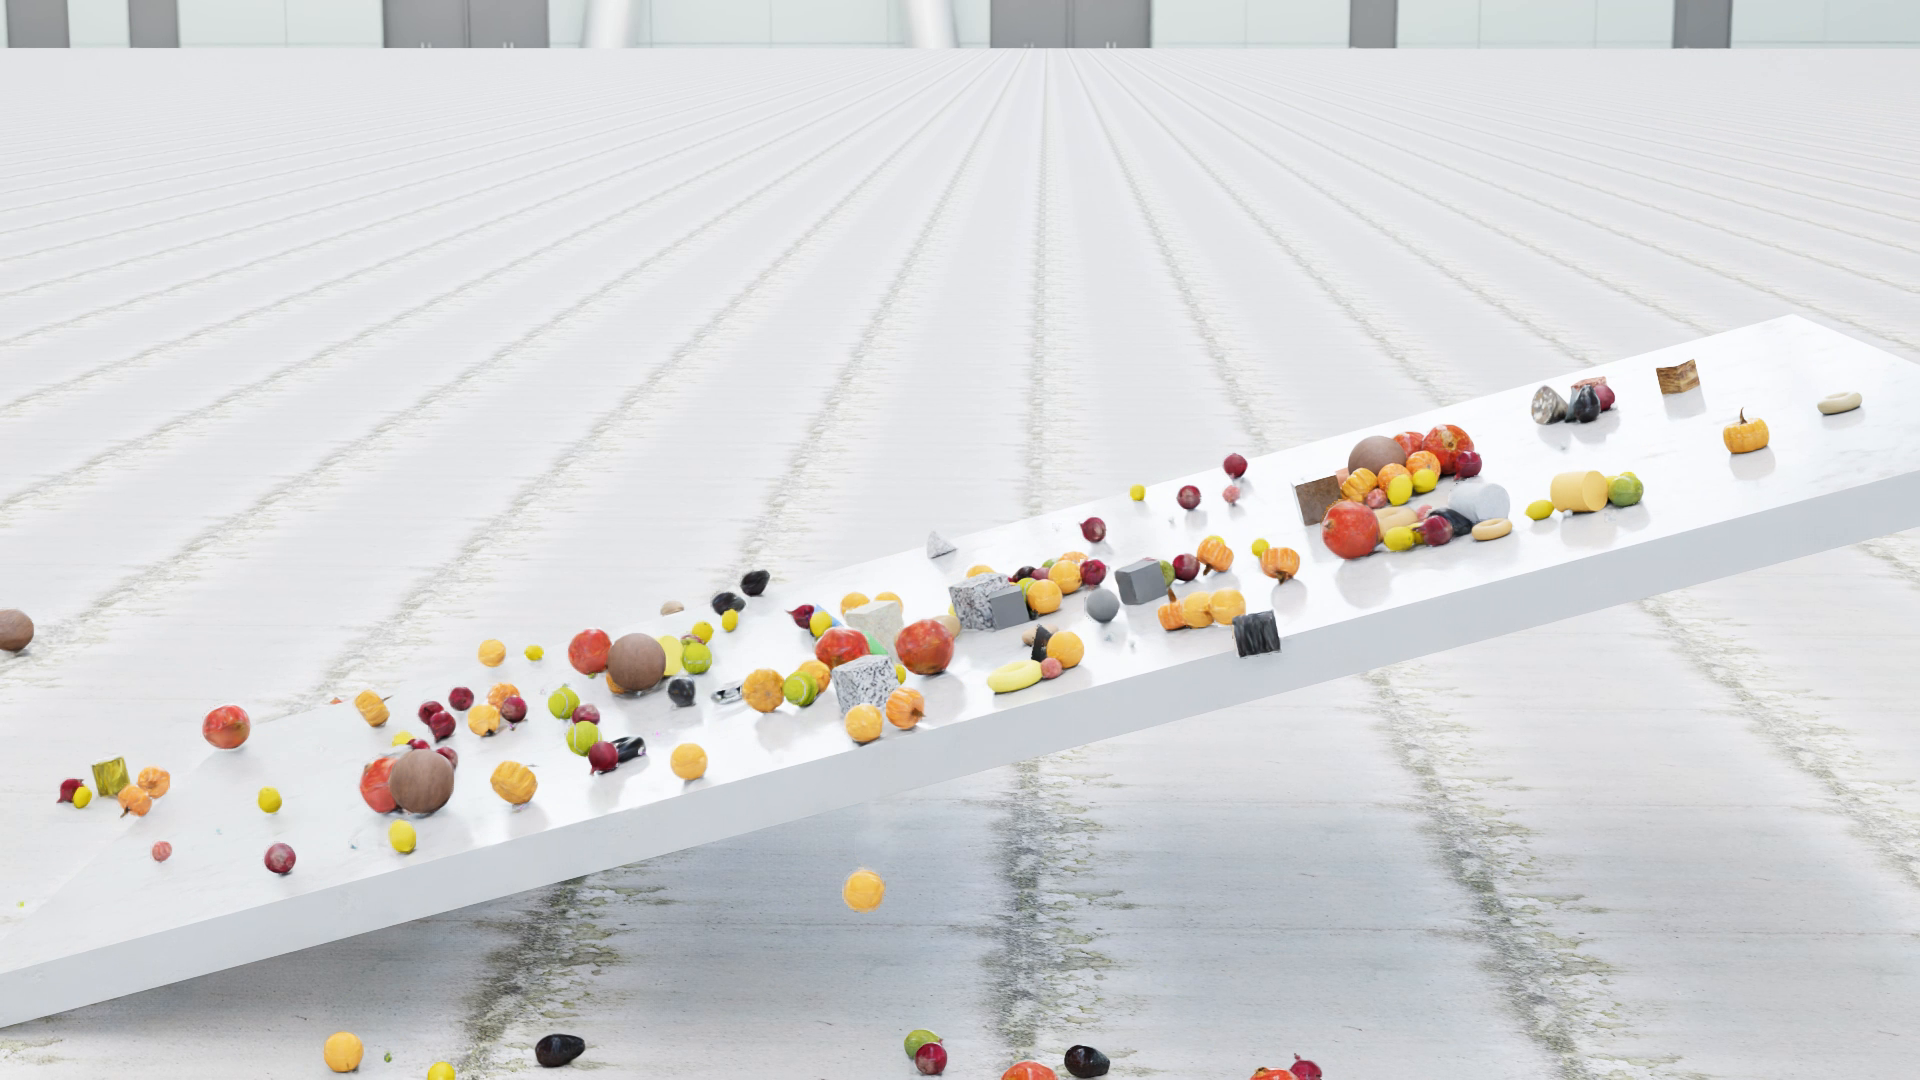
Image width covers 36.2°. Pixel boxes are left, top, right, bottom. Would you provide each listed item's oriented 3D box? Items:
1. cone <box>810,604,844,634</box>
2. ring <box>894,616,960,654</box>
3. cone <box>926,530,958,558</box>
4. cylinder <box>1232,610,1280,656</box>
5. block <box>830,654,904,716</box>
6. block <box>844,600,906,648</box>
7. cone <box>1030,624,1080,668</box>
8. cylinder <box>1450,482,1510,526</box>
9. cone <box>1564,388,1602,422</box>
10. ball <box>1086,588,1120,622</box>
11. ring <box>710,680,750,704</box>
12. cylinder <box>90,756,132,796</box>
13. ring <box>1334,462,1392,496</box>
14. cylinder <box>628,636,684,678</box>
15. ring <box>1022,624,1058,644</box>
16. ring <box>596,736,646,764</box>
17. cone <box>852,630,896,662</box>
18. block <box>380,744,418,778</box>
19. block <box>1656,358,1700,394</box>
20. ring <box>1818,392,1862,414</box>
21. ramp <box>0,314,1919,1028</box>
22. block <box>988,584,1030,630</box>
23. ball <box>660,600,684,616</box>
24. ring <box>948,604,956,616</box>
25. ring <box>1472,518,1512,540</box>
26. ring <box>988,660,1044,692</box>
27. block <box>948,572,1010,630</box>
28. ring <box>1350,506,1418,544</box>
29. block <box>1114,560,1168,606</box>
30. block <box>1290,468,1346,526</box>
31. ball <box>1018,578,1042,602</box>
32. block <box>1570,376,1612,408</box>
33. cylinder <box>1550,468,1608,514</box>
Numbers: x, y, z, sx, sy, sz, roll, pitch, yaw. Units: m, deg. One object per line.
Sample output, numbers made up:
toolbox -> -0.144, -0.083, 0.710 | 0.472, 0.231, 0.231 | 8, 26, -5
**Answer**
cone -> -0.292, 0.184, 6.571 | 0.071, 0.071, 0.071 | 12, 11, 3
ring -> -0.068, 0.195, 6.087 | 0.146, 0.049, 0.146 | -18, 6, 2
cone -> -0.035, 0.015, 7.134 | 0.072, 0.072, 0.072 | 9, 6, -21
cylinder -> 0.531, 0.167, 5.265 | 0.073, 0.073, 0.073 | -10, 9, 8
block -> -0.179, 0.279, 5.653 | 0.090, 0.090, 0.090 | -21, 11, -29
block -> -0.177, 0.183, 6.225 | 0.086, 0.086, 0.086 | -21, 11, -32
cone -> 0.186, 0.213, 5.587 | 0.092, 0.092, 0.092 | 12, 11, 5
cylinder -> 1.014, -0.068, 5.736 | 0.085, 0.085, 0.085 | -5, 4, -27
cone -> 1.400, -0.294, 6.576 | 0.079, 0.079, 0.079 | 14, 13, 11
ball -> 0.283, 0.130, 5.834 | 0.068, 0.068, 0.068 | 0, 10, 0
ring -> -0.477, 0.316, 6.114 | 0.088, 0.029, 0.088 | -17, 10, 3
cylinder -> -2.073, 0.577, 7.185 | 0.081, 0.081, 0.081 | -14, 4, 1
ring -> 0.875, -0.134, 6.464 | 0.149, 0.050, 0.149 | -15, 9, 2
cylinder -> -0.679, 0.261, 6.573 | 0.090, 0.090, 0.090 | -7, 3, 42
ring -> 0.159, 0.187, 5.833 | 0.077, 0.026, 0.077 | -15, 8, 2
ring -> -0.673, 0.416, 5.836 | 0.101, 0.034, 0.101 | -19, 8, 3
cone -> -0.168, 0.237, 6.043 | 0.081, 0.081, 0.081 | 18, 16, 22
block -> -1.203, 0.474, 6.304 | 0.054, 0.054, 0.054 | -22, 11, -35
block -> 1.605, -0.366, 6.577 | 0.062, 0.062, 0.062 | -22, 11, -33
ring -> 1.762, -0.275, 5.890 | 0.090, 0.030, 0.090 | -15, 8, 2
ramp -> 0.083, 0.190, 6.327 | 4.000, 0.100, 2.000 | -15, 9, 4
block -> 0.102, 0.139, 6.077 | 0.068, 0.068, 0.068 | -15, 9, 1
ball -> -0.899, 0.225, 9.207 | 0.077, 0.077, 0.077 | 0, 10, 0
ring -> 0.033, 0.140, 6.270 | 0.121, 0.040, 0.121 | -15, 8, 2
ring -> 1.019, -0.020, 5.631 | 0.081, 0.027, 0.081 | -15, 11, 3
ring -> 0.103, 0.255, 5.497 | 0.109, 0.036, 0.109 | -15, 10, 3
block -> 0.048, 0.128, 6.154 | 0.093, 0.093, 0.093 | -21, 11, -30
ring -> 0.852, -0.030, 5.905 | 0.138, 0.046, 0.138 | -15, 11, 3
block -> 0.365, 0.086, 5.945 | 0.071, 0.071, 0.071 | -20, 10, -24
block -> 0.762, -0.091, 6.264 | 0.091, 0.091, 0.091 | -15, 9, 2
ball -> 0.146, 0.107, 6.238 | 0.053, 0.053, 0.053 | 0, 10, 0
block -> 1.429, -0.331, 6.663 | 0.062, 0.062, 0.062 | -8, 12, 38
cylinder -> 1.183, -0.092, 5.622 | 0.078, 0.078, 0.078 | -8, -1, -36
